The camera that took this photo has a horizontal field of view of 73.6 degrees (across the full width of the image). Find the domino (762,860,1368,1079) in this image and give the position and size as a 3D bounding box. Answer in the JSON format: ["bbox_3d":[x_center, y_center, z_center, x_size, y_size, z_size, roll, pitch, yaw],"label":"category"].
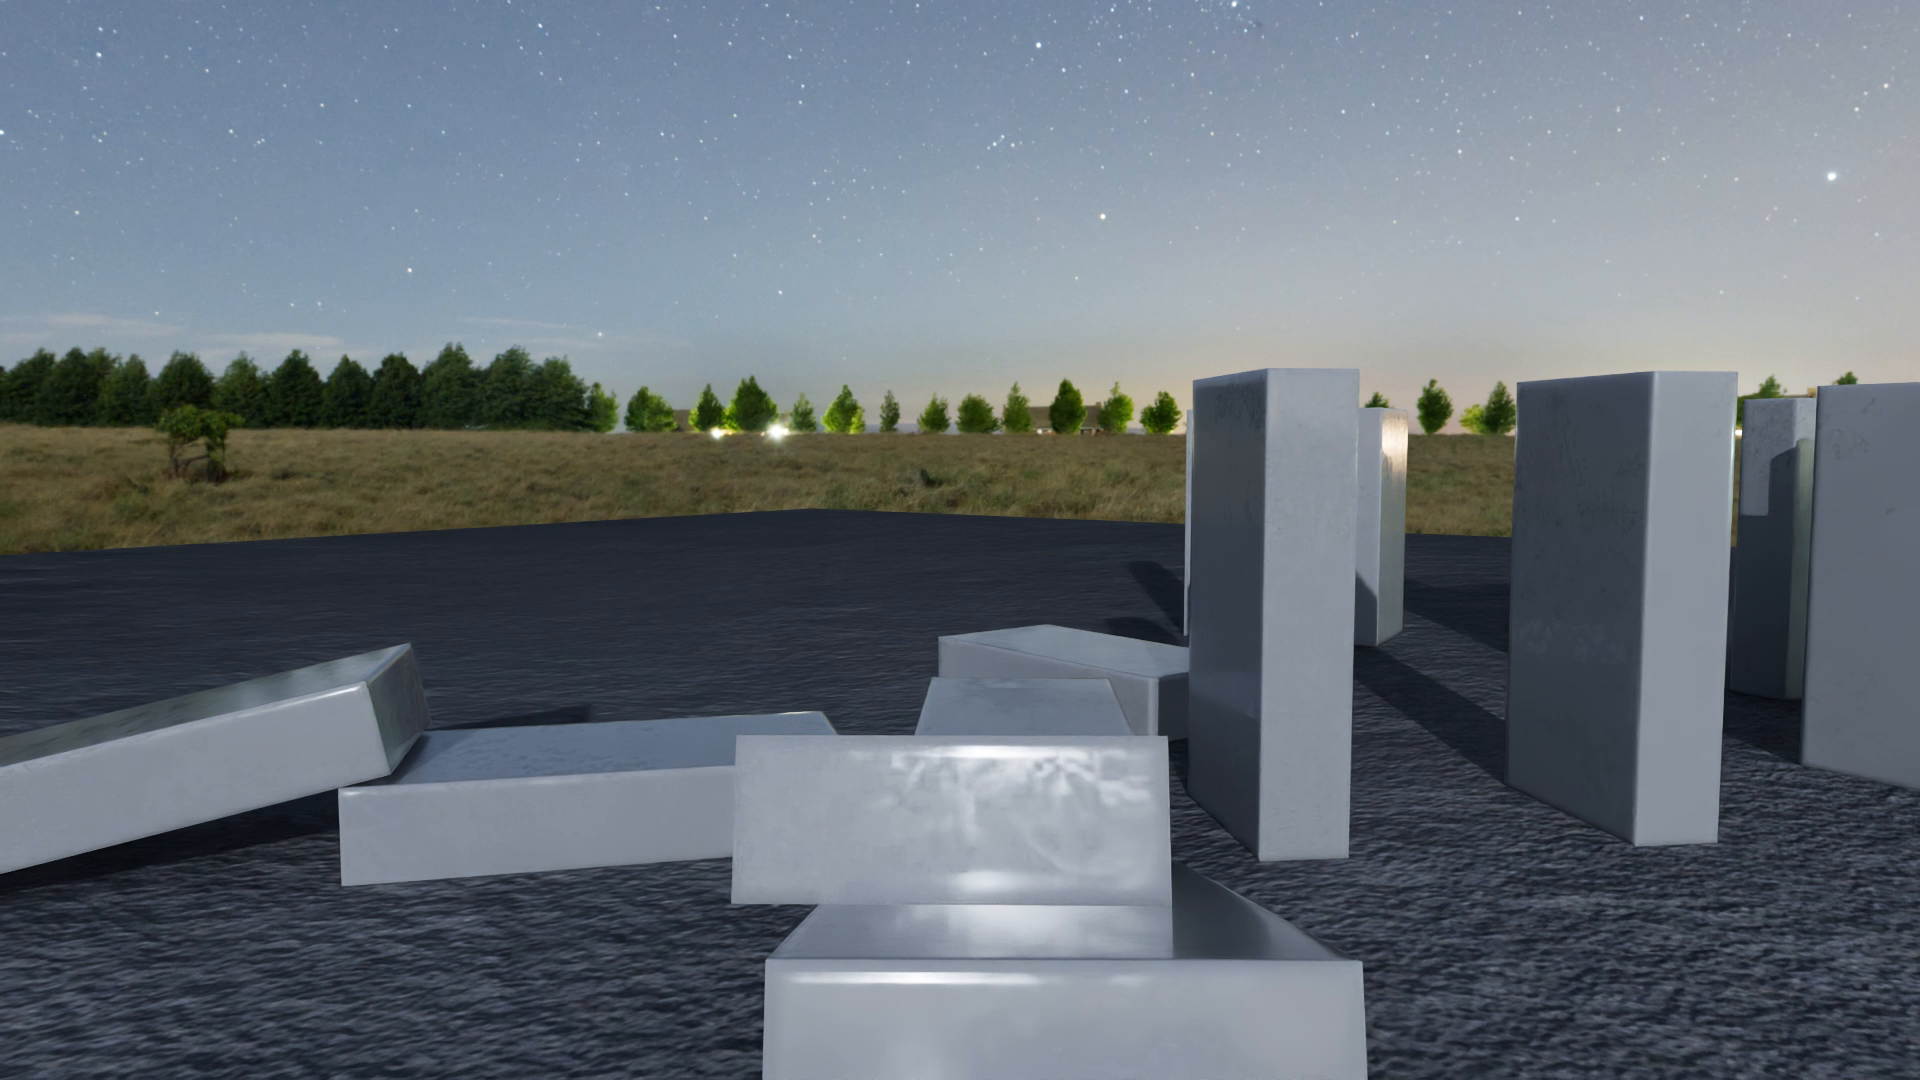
[{"bbox_3d":[0.005,0.026,0.078,0.025,0.009,0.050,0,-9,0],"label":"domino"}]

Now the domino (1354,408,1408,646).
[{"bbox_3d":[0.090,-0.004,0.281,0.010,0.050,0.025,3,5,31],"label":"domino"}]

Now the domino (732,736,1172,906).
[{"bbox_3d":[0.000,0.020,0.098,0.025,0.010,0.050,0,-9,2],"label":"domino"}]

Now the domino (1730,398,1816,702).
[{"bbox_3d":[0.146,0.001,0.220,0.025,0.050,0.009,-2,5,-22],"label":"domino"}]

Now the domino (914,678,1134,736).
[{"bbox_3d":[0.008,0.026,0.157,0.025,0.009,0.050,0,4,2],"label":"domino"}]

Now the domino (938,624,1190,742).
[{"bbox_3d":[0.021,0.022,0.208,0.025,0.010,0.050,-3,5,-38],"label":"domino"}]

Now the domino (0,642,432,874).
[{"bbox_3d":[-0.083,0.023,0.130,0.050,0.009,0.025,-13,7,-13],"label":"domino"}]

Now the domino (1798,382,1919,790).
[{"bbox_3d":[0.121,0.006,0.159,0.009,0.050,0.025,-2,5,-27],"label":"domino"}]

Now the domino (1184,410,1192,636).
[{"bbox_3d":[0.057,-0.004,0.294,0.009,0.050,0.025,1,4,12],"label":"domino"}]

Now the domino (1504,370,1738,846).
[{"bbox_3d":[0.074,0.007,0.147,0.010,0.050,0.025,-1,4,-8],"label":"domino"}]

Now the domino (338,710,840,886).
[{"bbox_3d":[-0.038,0.027,0.141,0.050,0.010,0.025,-1,4,-14],"label":"domino"}]

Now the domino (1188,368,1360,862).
[{"bbox_3d":[0.034,0.007,0.142,0.009,0.050,0.025,-1,4,-7],"label":"domino"}]
